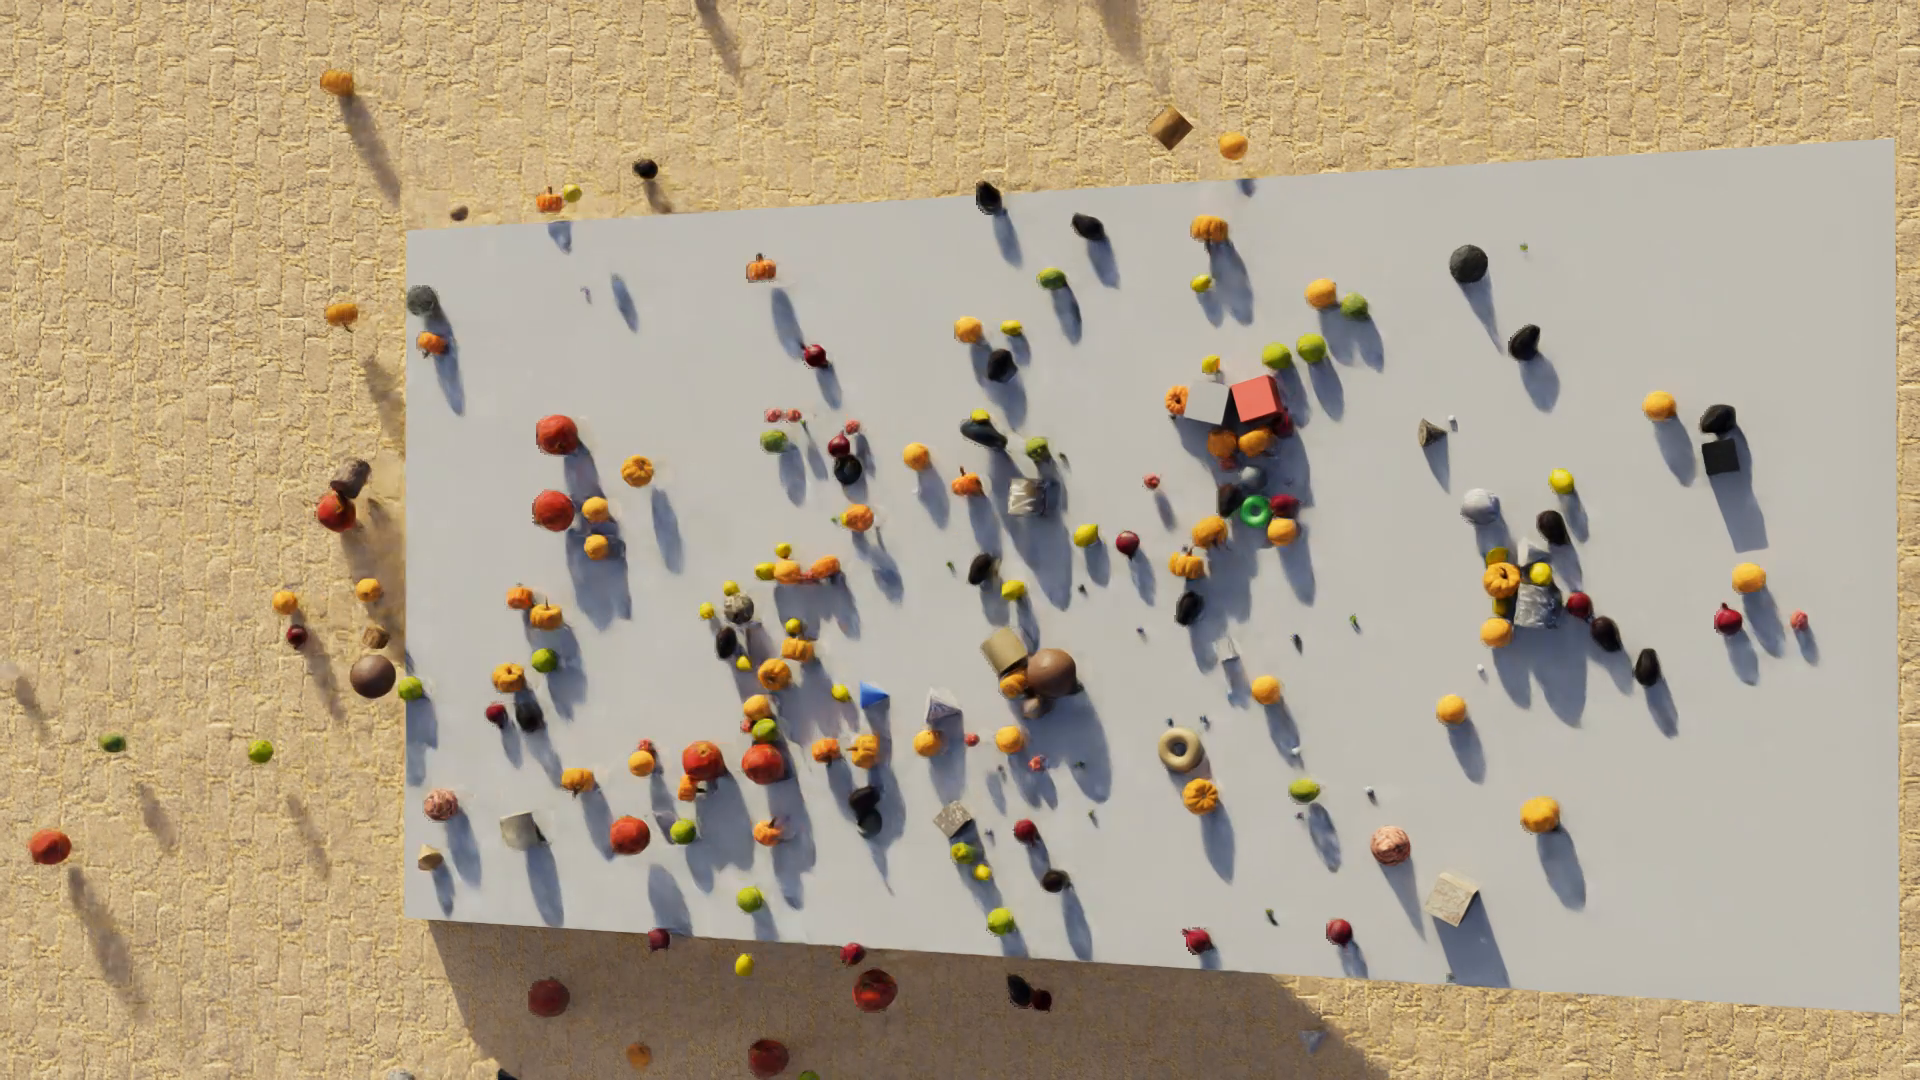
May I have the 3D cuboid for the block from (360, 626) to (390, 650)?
[{"bbox_3d":[-1.704,0.283,6.410,0.051,0.051,0.051,32,101,20],"label":"block"}]

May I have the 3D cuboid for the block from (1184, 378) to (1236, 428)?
[{"bbox_3d":[0.632,-0.345,5.530,0.100,0.100,0.100,14,94,20],"label":"block"}]

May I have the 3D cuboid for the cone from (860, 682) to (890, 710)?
[{"bbox_3d":[-0.226,0.414,5.870,0.077,0.077,0.077,-1,89,-6],"label":"cone"}]

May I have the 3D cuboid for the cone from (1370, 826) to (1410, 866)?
[{"bbox_3d":[1.042,0.752,5.365,0.099,0.099,0.099,0,89,20],"label":"cone"}]

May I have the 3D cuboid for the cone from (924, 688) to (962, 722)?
[{"bbox_3d":[-0.039,0.442,5.796,0.096,0.096,0.096,9,89,-7],"label":"cone"}]

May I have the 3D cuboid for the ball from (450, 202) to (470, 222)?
[{"bbox_3d":[-1.450,-0.948,6.366,0.056,0.056,0.056,0,89,0],"label":"ball"}]

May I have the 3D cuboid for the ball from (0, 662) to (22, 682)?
[{"bbox_3d":[-2.791,0.386,6.462,0.060,0.060,0.060,0,89,0],"label":"ball"}]

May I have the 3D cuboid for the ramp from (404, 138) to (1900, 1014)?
[{"bbox_3d":[0.281,0.089,5.759,4.000,0.100,2.000,0,89,20],"label":"ramp"}]

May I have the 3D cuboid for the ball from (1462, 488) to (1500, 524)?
[{"bbox_3d":[1.256,-0.081,5.303,0.089,0.089,0.089,0,89,0],"label":"ball"}]

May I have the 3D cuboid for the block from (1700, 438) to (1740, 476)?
[{"bbox_3d":[1.772,-0.193,5.123,0.073,0.073,0.073,-11,85,20],"label":"block"}]

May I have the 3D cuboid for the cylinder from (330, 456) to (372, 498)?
[{"bbox_3d":[-1.779,-0.184,6.419,0.090,0.090,0.090,18,58,0],"label":"cylinder"}]

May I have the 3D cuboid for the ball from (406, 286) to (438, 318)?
[{"bbox_3d":[-1.553,-0.688,6.342,0.090,0.090,0.090,0,89,0],"label":"ball"}]

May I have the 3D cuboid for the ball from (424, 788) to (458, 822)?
[{"bbox_3d":[-1.486,0.758,6.295,0.095,0.095,0.095,0,89,0],"label":"ball"}]

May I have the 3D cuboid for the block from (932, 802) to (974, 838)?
[{"bbox_3d":[-0.018,0.734,5.773,0.065,0.065,0.065,44,103,15],"label":"block"}]

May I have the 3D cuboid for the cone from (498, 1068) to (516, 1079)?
[{"bbox_3d":[-1.324,1.581,6.449,0.061,0.061,0.061,9,89,-8],"label":"cone"}]

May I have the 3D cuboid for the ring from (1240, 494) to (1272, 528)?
[{"bbox_3d":[0.742,-0.072,5.524,0.083,0.028,0.083,0,91,20],"label":"ring"}]

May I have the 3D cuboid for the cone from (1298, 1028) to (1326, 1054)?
[{"bbox_3d":[1.021,1.454,6.460,0.078,0.078,0.078,32,89,27],"label":"cone"}]

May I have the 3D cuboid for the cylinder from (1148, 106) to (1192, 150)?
[{"bbox_3d":[0.538,-1.056,5.639,0.084,0.084,0.084,45,101,1],"label":"cylinder"}]

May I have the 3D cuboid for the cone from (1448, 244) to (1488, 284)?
[{"bbox_3d":[1.224,-0.674,5.320,0.094,0.094,0.094,0,89,20],"label":"cone"}]

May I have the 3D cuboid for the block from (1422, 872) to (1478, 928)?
[{"bbox_3d":[1.185,0.868,5.315,0.091,0.091,0.091,26,98,19],"label":"block"}]

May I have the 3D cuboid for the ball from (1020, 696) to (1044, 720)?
[{"bbox_3d":[0.188,0.434,5.702,0.062,0.062,0.062,0,89,0],"label":"ball"}]

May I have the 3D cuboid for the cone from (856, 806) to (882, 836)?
[{"bbox_3d":[-0.258,0.754,5.853,0.080,0.080,0.080,0,89,20],"label":"cone"}]

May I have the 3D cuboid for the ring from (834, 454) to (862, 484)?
[{"bbox_3d":[-0.302,-0.189,5.910,0.079,0.026,0.079,0,91,20],"label":"ring"}]

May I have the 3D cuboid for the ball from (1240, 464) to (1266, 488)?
[{"bbox_3d":[0.734,-0.160,5.510,0.062,0.062,0.062,0,89,0],"label":"ball"}]

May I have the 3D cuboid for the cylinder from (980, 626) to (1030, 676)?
[{"bbox_3d":[0.116,0.288,5.714,0.093,0.093,0.093,-34,78,0],"label":"cylinder"}]

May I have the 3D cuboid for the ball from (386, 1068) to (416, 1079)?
[{"bbox_3d":[-1.636,1.592,6.432,0.087,0.087,0.087,0,89,0],"label":"ball"}]

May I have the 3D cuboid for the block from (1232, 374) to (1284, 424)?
[{"bbox_3d":[0.744,-0.351,5.492,0.094,0.094,0.094,-17,84,19],"label":"block"}]

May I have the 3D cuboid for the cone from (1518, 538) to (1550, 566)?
[{"bbox_3d":[1.386,0.031,5.284,0.072,0.072,0.072,4,89,-7],"label":"cone"}]

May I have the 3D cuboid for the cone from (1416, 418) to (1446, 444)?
[{"bbox_3d":[1.161,-0.263,5.372,0.065,0.065,0.065,8,89,-18],"label":"cone"}]

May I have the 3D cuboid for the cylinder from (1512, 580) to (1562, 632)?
[{"bbox_3d":[1.378,0.158,5.250,0.097,0.097,0.097,14,81,0],"label":"cylinder"}]

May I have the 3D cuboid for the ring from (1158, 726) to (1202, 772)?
[{"bbox_3d":[0.558,0.531,5.579,0.114,0.038,0.114,0,90,20],"label":"ring"}]

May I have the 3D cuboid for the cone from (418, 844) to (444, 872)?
[{"bbox_3d":[-1.539,0.902,6.346,0.075,0.075,0.075,-34,50,0],"label":"cone"}]

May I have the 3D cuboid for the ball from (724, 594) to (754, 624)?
[{"bbox_3d":[-0.600,0.186,5.967,0.084,0.084,0.084,0,89,0],"label":"ball"}]
